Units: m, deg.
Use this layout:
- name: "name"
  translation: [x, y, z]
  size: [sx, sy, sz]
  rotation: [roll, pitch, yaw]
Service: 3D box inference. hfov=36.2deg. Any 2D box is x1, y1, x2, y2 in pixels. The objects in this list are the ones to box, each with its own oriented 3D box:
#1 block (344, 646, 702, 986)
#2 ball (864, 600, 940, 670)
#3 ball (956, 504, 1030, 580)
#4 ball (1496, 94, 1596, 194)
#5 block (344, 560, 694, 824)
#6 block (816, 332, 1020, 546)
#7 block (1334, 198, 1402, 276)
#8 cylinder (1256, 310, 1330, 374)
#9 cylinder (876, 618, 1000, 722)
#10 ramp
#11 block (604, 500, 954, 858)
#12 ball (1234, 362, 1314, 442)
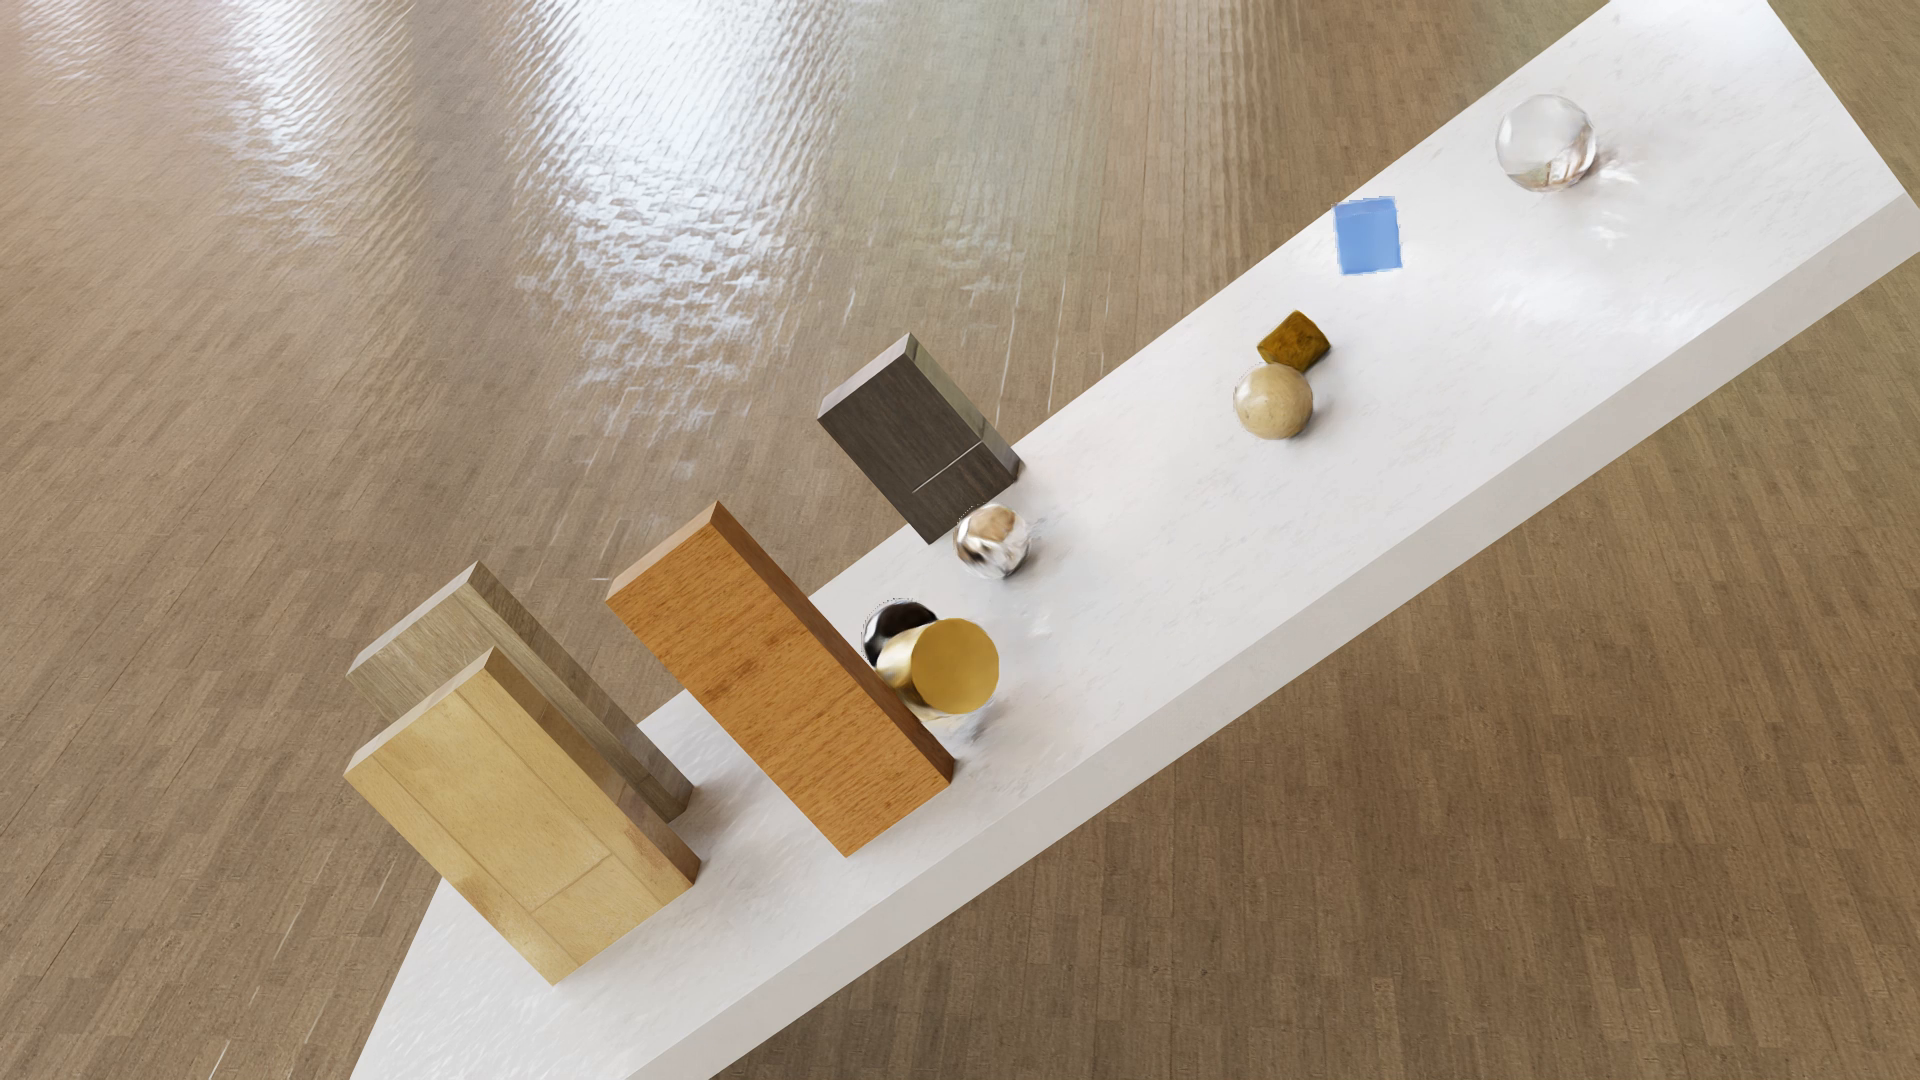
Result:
- name: "block"
  translation: [-0.940, 0.601, 6.339]
  size: [0.420, 0.661, 0.107]
  rotation: [-36, 16, 18]
- name: "ball"
  translation: [-0.119, 0.218, 6.312]
  size: [0.178, 0.178, 0.178]
  rotation: [0, 24, 0]
- name: "ball"
  translation: [0.072, 0.004, 6.453]
  size: [0.165, 0.165, 0.165]
  rotation: [0, 24, 0]
- name: "ball"
  translation: [1.176, -0.796, 5.908]
  size: [0.198, 0.198, 0.198]
  rotation: [0, 24, 0]
- name: "block"
  translation: [-1.011, 0.443, 6.789]
  size: [0.390, 0.737, 0.120]
  rotation: [-36, 16, 18]
- name: "block"
  translation: [-0.097, -0.242, 7.049]
  size: [0.274, 0.415, 0.143]
  rotation: [-36, 16, 18]
- name: "block"
  translation: [0.776, -0.578, 5.594]
  size: [0.112, 0.112, 0.112]
  rotation: [-7, 17, 6]
- name: "cylinder"
  translation: [0.699, -0.404, 6.160]
  size: [0.109, 0.109, 0.109]
  rotation: [-43, 34, -5]
- name: "cylinder"
  translation: [-0.045, 0.258, 5.810]
  size: [0.189, 0.189, 0.189]
  rotation: [-11, -3, -24]
- name: "ramp"
  translation: [0.118, 0.187, 6.346]
  size: [4.000, 0.100, 2.000]
  rotation: [-36, 16, 18]
- name: "block"
  translation: [-0.344, 0.275, 5.707]
  size: [0.271, 0.707, 0.106]
  rotation: [-36, 16, 18]
- name: "ball"
  translation: [0.630, -0.276, 5.893]
  size: [0.157, 0.157, 0.157]
  rotation: [0, 24, 0]
